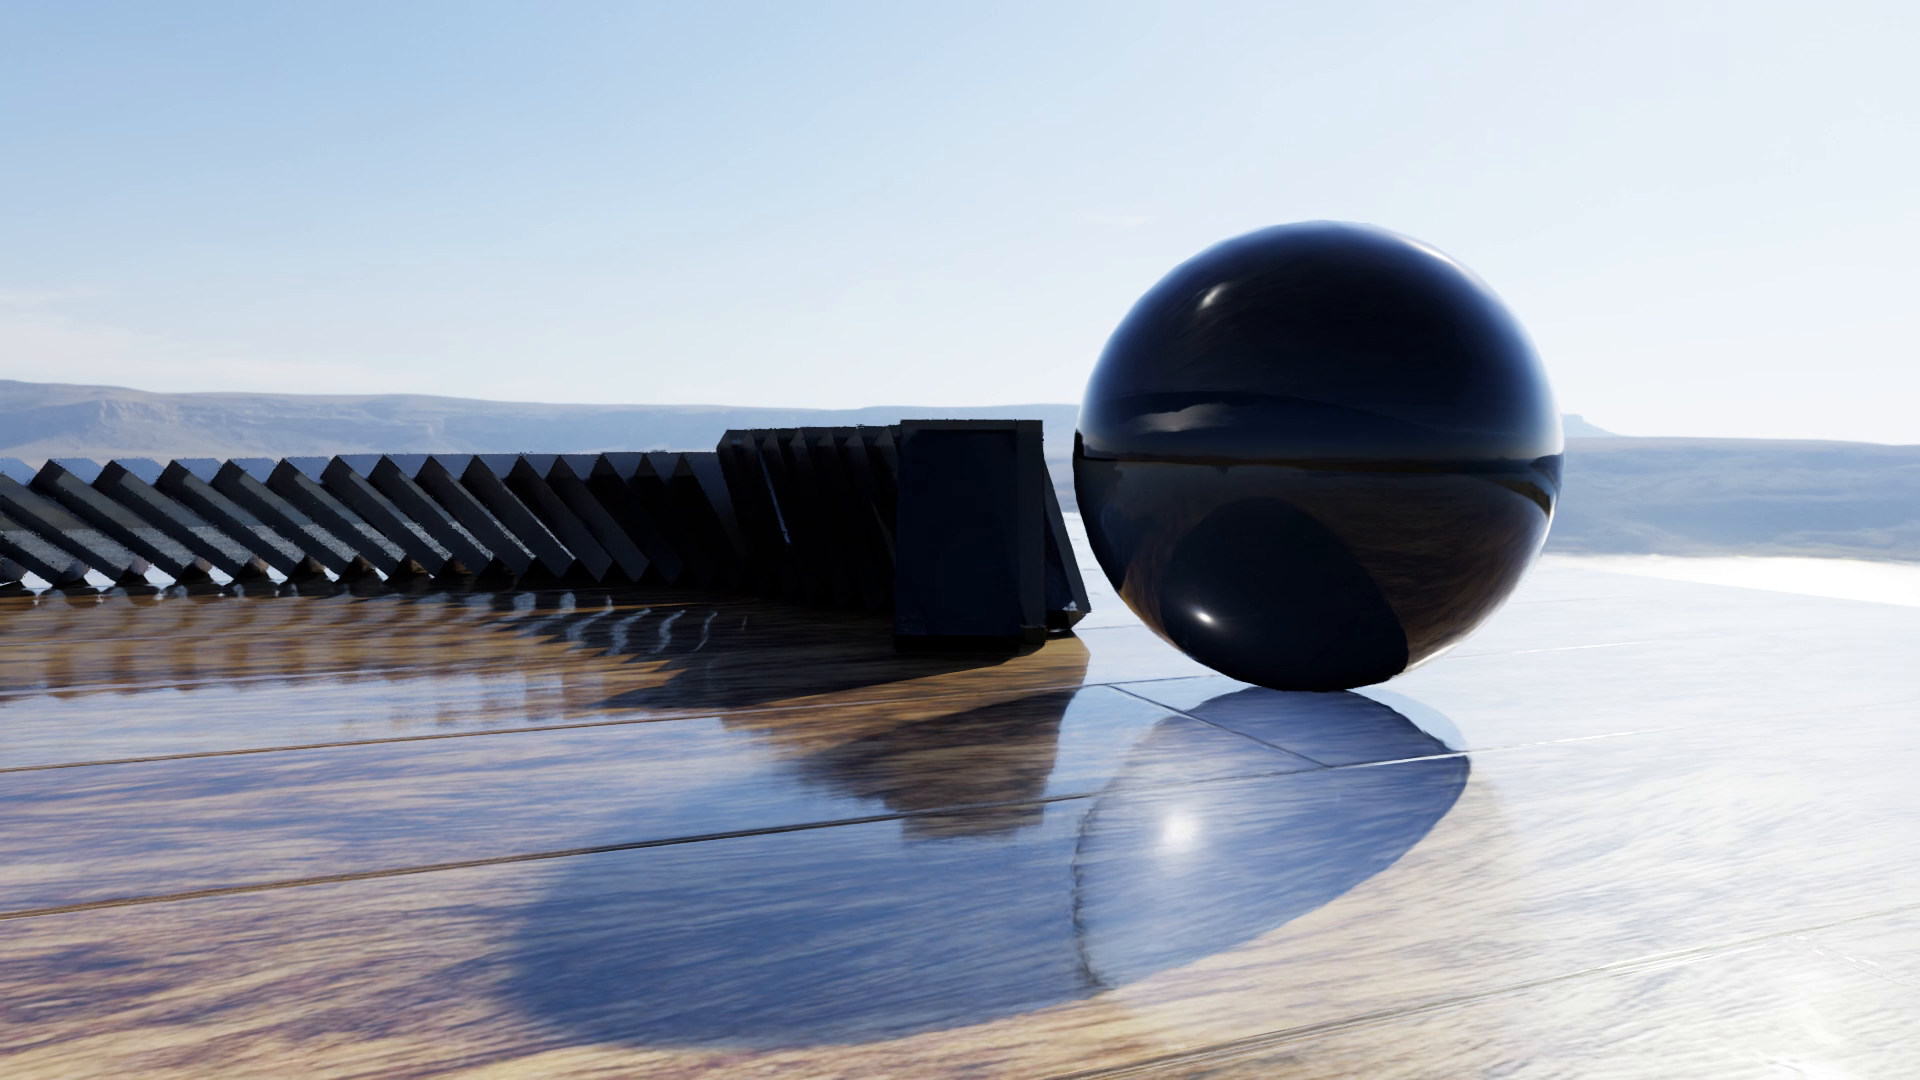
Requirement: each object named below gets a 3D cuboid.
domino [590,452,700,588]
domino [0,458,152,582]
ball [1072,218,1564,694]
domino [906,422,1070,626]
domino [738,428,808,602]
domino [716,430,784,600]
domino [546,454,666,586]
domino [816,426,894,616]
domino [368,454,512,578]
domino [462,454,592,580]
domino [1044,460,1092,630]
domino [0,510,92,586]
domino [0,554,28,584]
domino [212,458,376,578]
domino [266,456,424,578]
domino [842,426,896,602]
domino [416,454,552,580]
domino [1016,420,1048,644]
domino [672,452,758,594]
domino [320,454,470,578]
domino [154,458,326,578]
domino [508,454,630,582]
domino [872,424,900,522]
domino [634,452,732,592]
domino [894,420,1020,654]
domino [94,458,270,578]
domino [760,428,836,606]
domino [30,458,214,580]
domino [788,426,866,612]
[{"bbox_3d":[-0.090,-0.007,0.396,0.025,0.010,0.050,-6,48,-52],"label":"domino"},{"bbox_3d":[-0.278,-0.006,0.399,0.050,0.010,0.025,38,-7,-15],"label":"domino"},{"bbox_3d":[0.060,-0.014,0.220,0.080,0.080,0.080,0,4,0],"label":"ball"},{"bbox_3d":[0.006,-0.004,0.308,0.025,0.050,0.009,0,-30,-33],"label":"domino"},{"bbox_3d":[-0.042,-0.008,0.357,0.025,0.050,0.010,-3,-29,-35],"label":"domino"},{"bbox_3d":[-0.050,-0.008,0.366,0.025,0.050,0.009,-3,-29,-35],"label":"domino"},{"bbox_3d":[-0.105,-0.007,0.403,0.050,0.009,0.025,45,25,21],"label":"domino"},{"bbox_3d":[-0.018,-0.006,0.332,0.025,0.050,0.010,-3,-28,-35],"label":"domino"},{"bbox_3d":[-0.166,-0.009,0.421,0.050,0.010,0.025,41,12,7],"label":"domino"},{"bbox_3d":[-0.134,-0.008,0.414,0.050,0.009,0.025,43,18,14],"label":"domino"},{"bbox_3d":[0.011,-0.004,0.296,0.025,0.050,0.010,1,-30,-29],"label":"domino"},{"bbox_3d":[-0.292,-0.006,0.391,0.050,0.010,0.025,38,-7,-16],"label":"domino"},{"bbox_3d":[-0.306,-0.005,0.383,0.050,0.010,0.025,38,-7,-13],"label":"domino"},{"bbox_3d":[-0.215,-0.008,0.420,0.050,0.010,0.025,37,3,-3],"label":"domino"},{"bbox_3d":[-0.198,-0.008,0.422,0.050,0.009,0.025,38,6,0],"label":"domino"},{"bbox_3d":[-0.010,-0.005,0.324,0.025,0.050,0.009,-3,-28,-35],"label":"domino"},{"bbox_3d":[-0.150,-0.008,0.418,0.050,0.010,0.025,42,15,11],"label":"domino"},{"bbox_3d":[0.006,-0.002,0.279,0.025,0.050,0.010,0,-26,1],"label":"domino"},{"bbox_3d":[-0.063,-0.006,0.379,0.025,0.009,0.050,-3,46,-39],"label":"domino"},{"bbox_3d":[-0.182,-0.009,0.422,0.050,0.010,0.025,40,9,4],"label":"domino"},{"bbox_3d":[-0.231,-0.008,0.418,0.050,0.010,0.025,37,2,-5],"label":"domino"},{"bbox_3d":[-0.119,-0.008,0.410,0.050,0.010,0.025,45,23,19],"label":"domino"},{"bbox_3d":[-0.002,-0.005,0.316,0.025,0.050,0.010,-3,-28,-34],"label":"domino"},{"bbox_3d":[-0.076,-0.006,0.388,0.025,0.010,0.050,-4,47,-45],"label":"domino"},{"bbox_3d":[0.000,-0.001,0.268,0.025,0.050,0.009,0,-27,1],"label":"domino"},{"bbox_3d":[-0.247,-0.007,0.413,0.050,0.010,0.025,37,-1,-9],"label":"domino"},{"bbox_3d":[-0.035,-0.007,0.349,0.025,0.050,0.010,-3,-29,-35],"label":"domino"},{"bbox_3d":[-0.263,-0.007,0.408,0.050,0.010,0.025,37,-3,-11],"label":"domino"},{"bbox_3d":[-0.026,-0.006,0.340,0.025,0.050,0.009,-3,-28,-35],"label":"domino"}]
